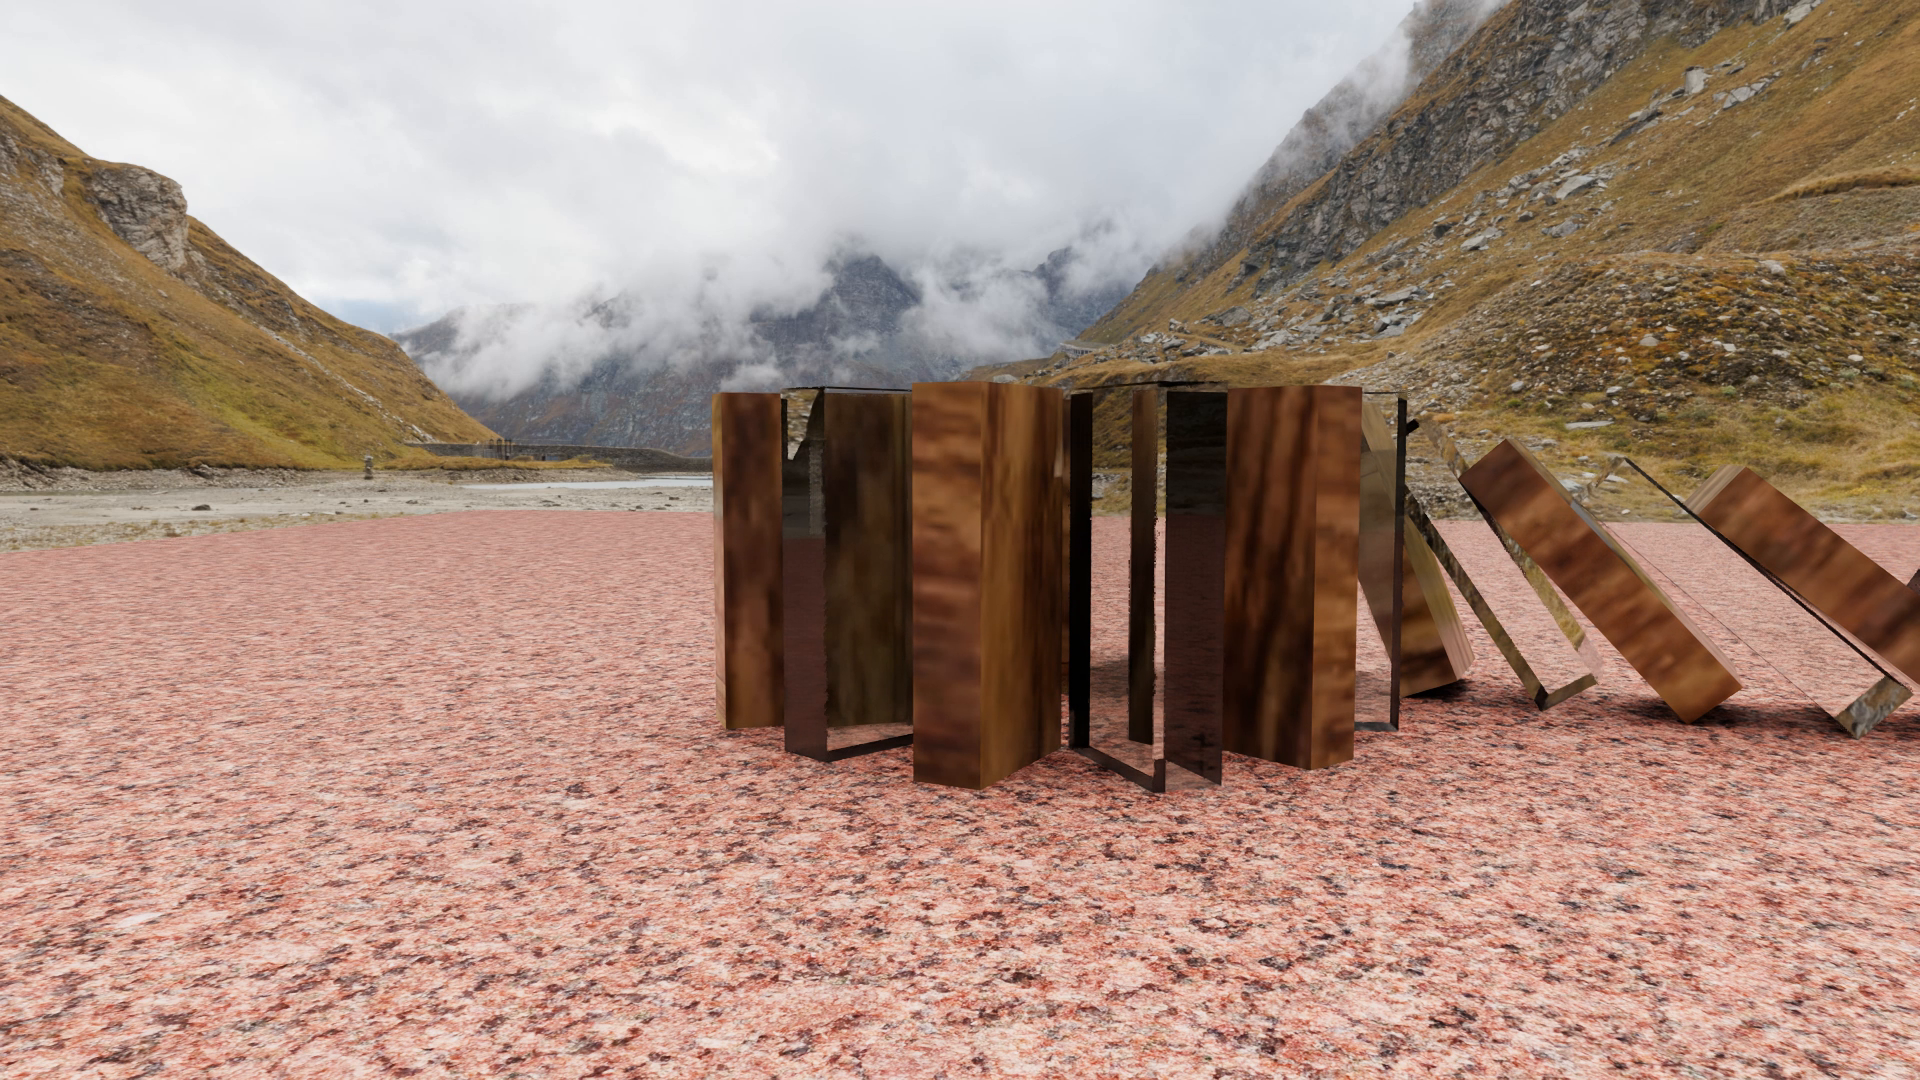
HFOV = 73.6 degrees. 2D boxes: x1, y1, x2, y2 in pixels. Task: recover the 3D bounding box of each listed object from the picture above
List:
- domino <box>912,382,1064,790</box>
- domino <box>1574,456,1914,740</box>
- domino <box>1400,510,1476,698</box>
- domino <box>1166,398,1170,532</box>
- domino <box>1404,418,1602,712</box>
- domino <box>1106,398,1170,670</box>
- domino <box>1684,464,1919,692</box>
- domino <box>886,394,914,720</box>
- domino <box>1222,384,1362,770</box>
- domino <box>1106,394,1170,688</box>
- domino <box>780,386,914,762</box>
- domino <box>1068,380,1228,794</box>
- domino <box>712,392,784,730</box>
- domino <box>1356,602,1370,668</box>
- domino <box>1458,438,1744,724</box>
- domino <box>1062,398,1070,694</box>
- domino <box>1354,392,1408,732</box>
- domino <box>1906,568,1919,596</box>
[{"bbox_3d":[0.004,0.005,0.169,0.009,0.050,0.025,2,5,28],"label":"domino"},{"bbox_3d":[0.120,0.007,0.201,0.050,0.009,0.025,45,19,14],"label":"domino"},{"bbox_3d":[0.076,0.001,0.227,0.009,0.050,0.025,-23,-7,28],"label":"domino"},{"bbox_3d":[0.048,0.001,0.214,0.025,0.050,0.010,-4,5,-20],"label":"domino"},{"bbox_3d":[0.089,0.003,0.218,0.010,0.050,0.025,-36,-13,26],"label":"domino"},{"bbox_3d":[0.036,-0.001,0.248,0.010,0.050,0.025,-6,0,38],"label":"domino"},{"bbox_3d":[0.135,0.008,0.195,0.050,0.010,0.025,43,19,15],"label":"domino"},{"bbox_3d":[0.001,0.002,0.201,0.025,0.050,0.009,0,4,-2],"label":"domino"},{"bbox_3d":[0.042,0.004,0.178,0.010,0.050,0.025,-3,6,-39],"label":"domino"},{"bbox_3d":[0.037,0.000,0.231,0.010,0.050,0.025,-6,0,33],"label":"domino"},{"bbox_3d":[-0.012,0.004,0.182,0.025,0.050,0.010,-4,6,-44],"label":"domino"},{"bbox_3d":[0.024,0.005,0.168,0.009,0.050,0.025,-2,5,-20],"label":"domino"},{"bbox_3d":[-0.025,0.003,0.198,0.025,0.050,0.009,-2,5,-19],"label":"domino"},{"bbox_3d":[0.063,-0.001,0.235,0.009,0.050,0.025,-10,-1,28],"label":"domino"},{"bbox_3d":[0.104,0.005,0.210,0.009,0.050,0.025,-45,-16,23],"label":"domino"},{"bbox_3d":[0.017,0.000,0.229,0.009,0.050,0.025,-2,5,-16],"label":"domino"},{"bbox_3d":[0.053,0.003,0.194,0.025,0.050,0.009,1,4,7],"label":"domino"},{"bbox_3d":[0.199,0.003,0.240,0.025,0.050,0.009,0,47,4],"label":"domino"}]
